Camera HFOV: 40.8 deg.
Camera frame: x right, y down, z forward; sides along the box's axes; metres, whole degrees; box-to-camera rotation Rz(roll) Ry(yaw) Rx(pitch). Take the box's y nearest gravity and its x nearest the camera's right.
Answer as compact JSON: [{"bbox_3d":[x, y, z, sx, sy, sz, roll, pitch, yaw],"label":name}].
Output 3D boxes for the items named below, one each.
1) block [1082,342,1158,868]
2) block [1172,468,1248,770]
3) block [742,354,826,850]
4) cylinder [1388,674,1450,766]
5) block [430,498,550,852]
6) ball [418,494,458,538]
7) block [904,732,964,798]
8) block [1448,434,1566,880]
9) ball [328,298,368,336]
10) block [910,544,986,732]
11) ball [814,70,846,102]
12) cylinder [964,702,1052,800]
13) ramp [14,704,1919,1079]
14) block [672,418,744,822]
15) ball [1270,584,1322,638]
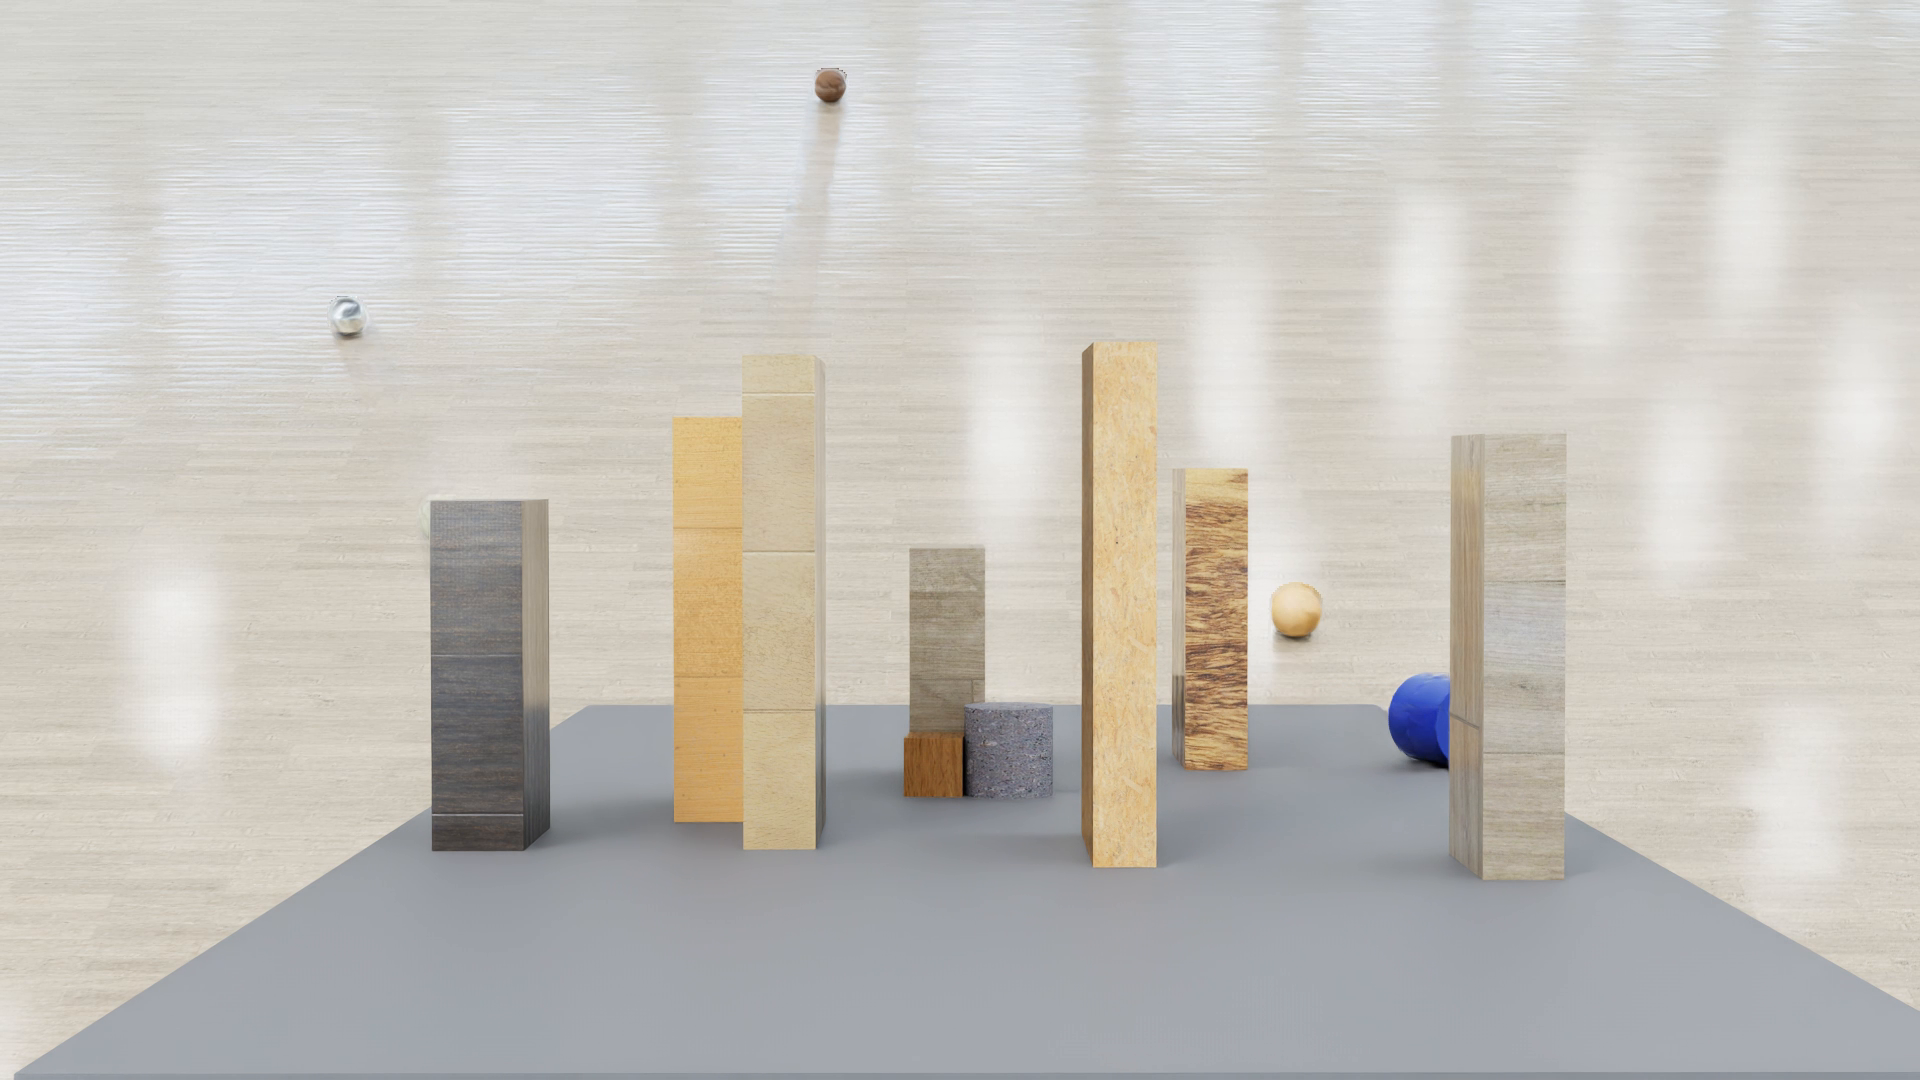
[{"bbox_3d":[0.248,0.093,4.054,0.095,0.790,0.361,0,2,0],"label":"block"},{"bbox_3d":[0.510,0.154,5.281,0.124,0.601,0.317,0,2,0],"label":"block"},{"bbox_3d":[-0.285,0.094,4.225,0.114,0.779,0.339,0,2,0],"label":"block"},{"bbox_3d":[0.991,0.366,5.221,0.180,0.180,0.180,-11,6,-21],"label":"cylinder"},{"bbox_3d":[-0.758,0.210,4.175,0.144,0.550,0.266,0,2,0],"label":"block"},{"bbox_3d":[-1.533,-0.067,7.630,0.142,0.142,0.142,0,25,0],"label":"ball"},{"bbox_3d":[-0.045,0.415,4.769,0.107,0.107,0.107,0,2,4],"label":"block"},{"bbox_3d":[0.822,0.167,3.882,0.119,0.650,0.259,0,2,0],"label":"block"},{"bbox_3d":[-2.177,-0.794,9.166,0.135,0.135,0.135,0,25,0],"label":"ball"},{"bbox_3d":[-0.024,0.238,4.952,0.141,0.451,0.259,0,2,0],"label":"block"},{"bbox_3d":[-0.598,-2.089,11.869,0.150,0.150,0.150,0,25,0],"label":"ball"},{"bbox_3d":[0.090,0.387,4.757,0.163,0.163,0.163,0,2,0],"label":"cylinder"},{"bbox_3d":[0.058,0.524,4.562,2.000,0.100,4.000,0,2,0],"label":"ramp"},{"bbox_3d":[-0.419,0.131,4.529,0.134,0.688,0.315,0,2,0],"label":"block"},{"bbox_3d":[0.922,0.195,7.077,0.143,0.143,0.143,0,25,0],"label":"ball"}]
